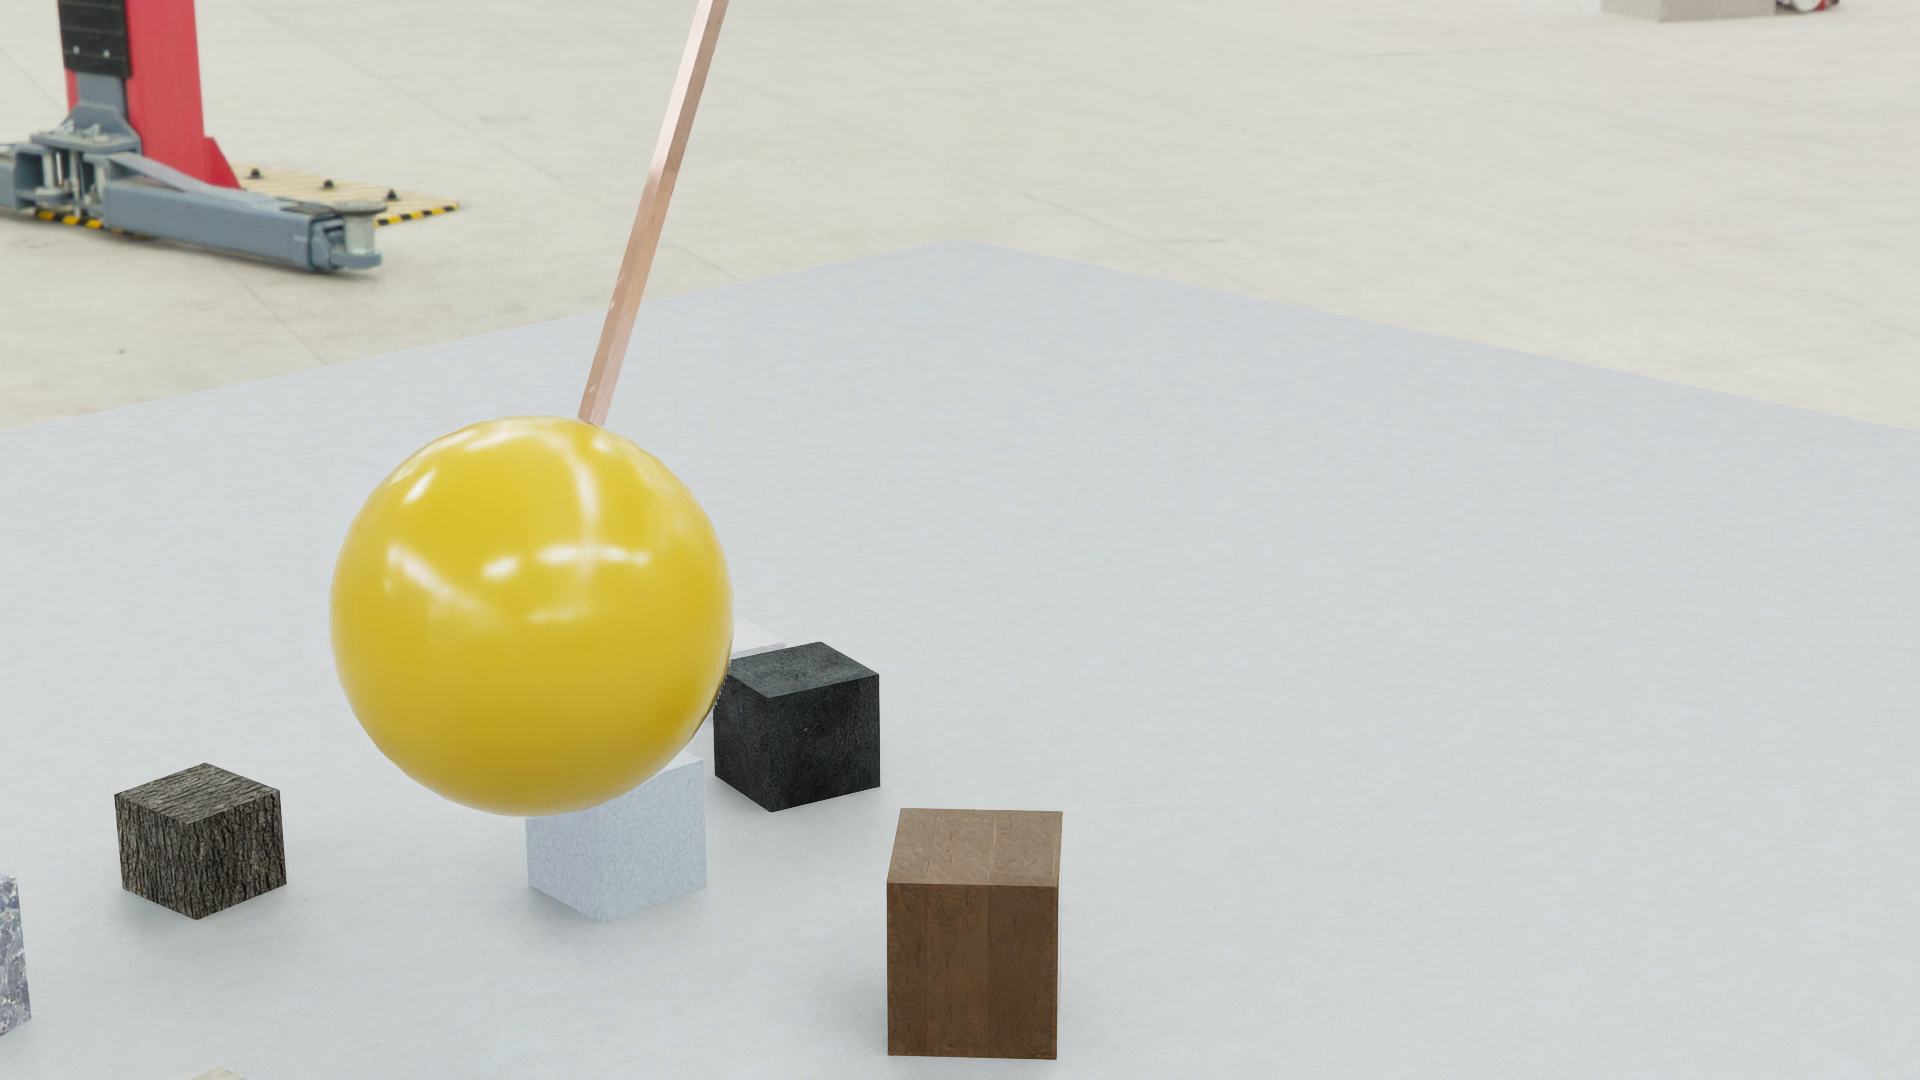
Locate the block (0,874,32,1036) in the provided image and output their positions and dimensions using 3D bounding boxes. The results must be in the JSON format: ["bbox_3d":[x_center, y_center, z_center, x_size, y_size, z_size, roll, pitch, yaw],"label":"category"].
[{"bbox_3d":[-4.184,1.701,11.875,0.560,0.634,0.506,8,19,24],"label":"block"}]

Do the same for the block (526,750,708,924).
[{"bbox_3d":[-1.558,1.275,13.250,0.583,0.622,0.574,-15,23,-40],"label":"block"}]

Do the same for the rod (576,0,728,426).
[{"bbox_3d":[-0.735,-2.961,11.641,0.080,5.200,0.080,17,0,42],"label":"rod"}]

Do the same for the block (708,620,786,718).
[{"bbox_3d":[-1.199,0.692,15.510,0.390,0.379,0.433,-11,21,-32],"label":"block"}]

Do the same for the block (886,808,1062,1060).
[{"bbox_3d":[0.070,1.600,11.997,0.678,0.754,0.764,1,17,3],"label":"block"}]

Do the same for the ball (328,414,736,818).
[{"bbox_3d":[-1.696,0.300,11.658,1.600,1.600,1.600,0,17,0],"label":"ball"}]

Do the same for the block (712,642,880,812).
[{"bbox_3d":[-0.808,0.913,14.456,0.618,0.590,0.574,-11,20,-31],"label":"block"}]

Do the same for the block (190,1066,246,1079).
[{"bbox_3d":[-2.533,2.316,9.808,0.718,0.700,0.729,14,22,38],"label":"block"}]

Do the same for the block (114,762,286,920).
[{"bbox_3d":[-3.433,1.356,13.262,0.539,0.461,0.501,14,22,37],"label":"block"}]
